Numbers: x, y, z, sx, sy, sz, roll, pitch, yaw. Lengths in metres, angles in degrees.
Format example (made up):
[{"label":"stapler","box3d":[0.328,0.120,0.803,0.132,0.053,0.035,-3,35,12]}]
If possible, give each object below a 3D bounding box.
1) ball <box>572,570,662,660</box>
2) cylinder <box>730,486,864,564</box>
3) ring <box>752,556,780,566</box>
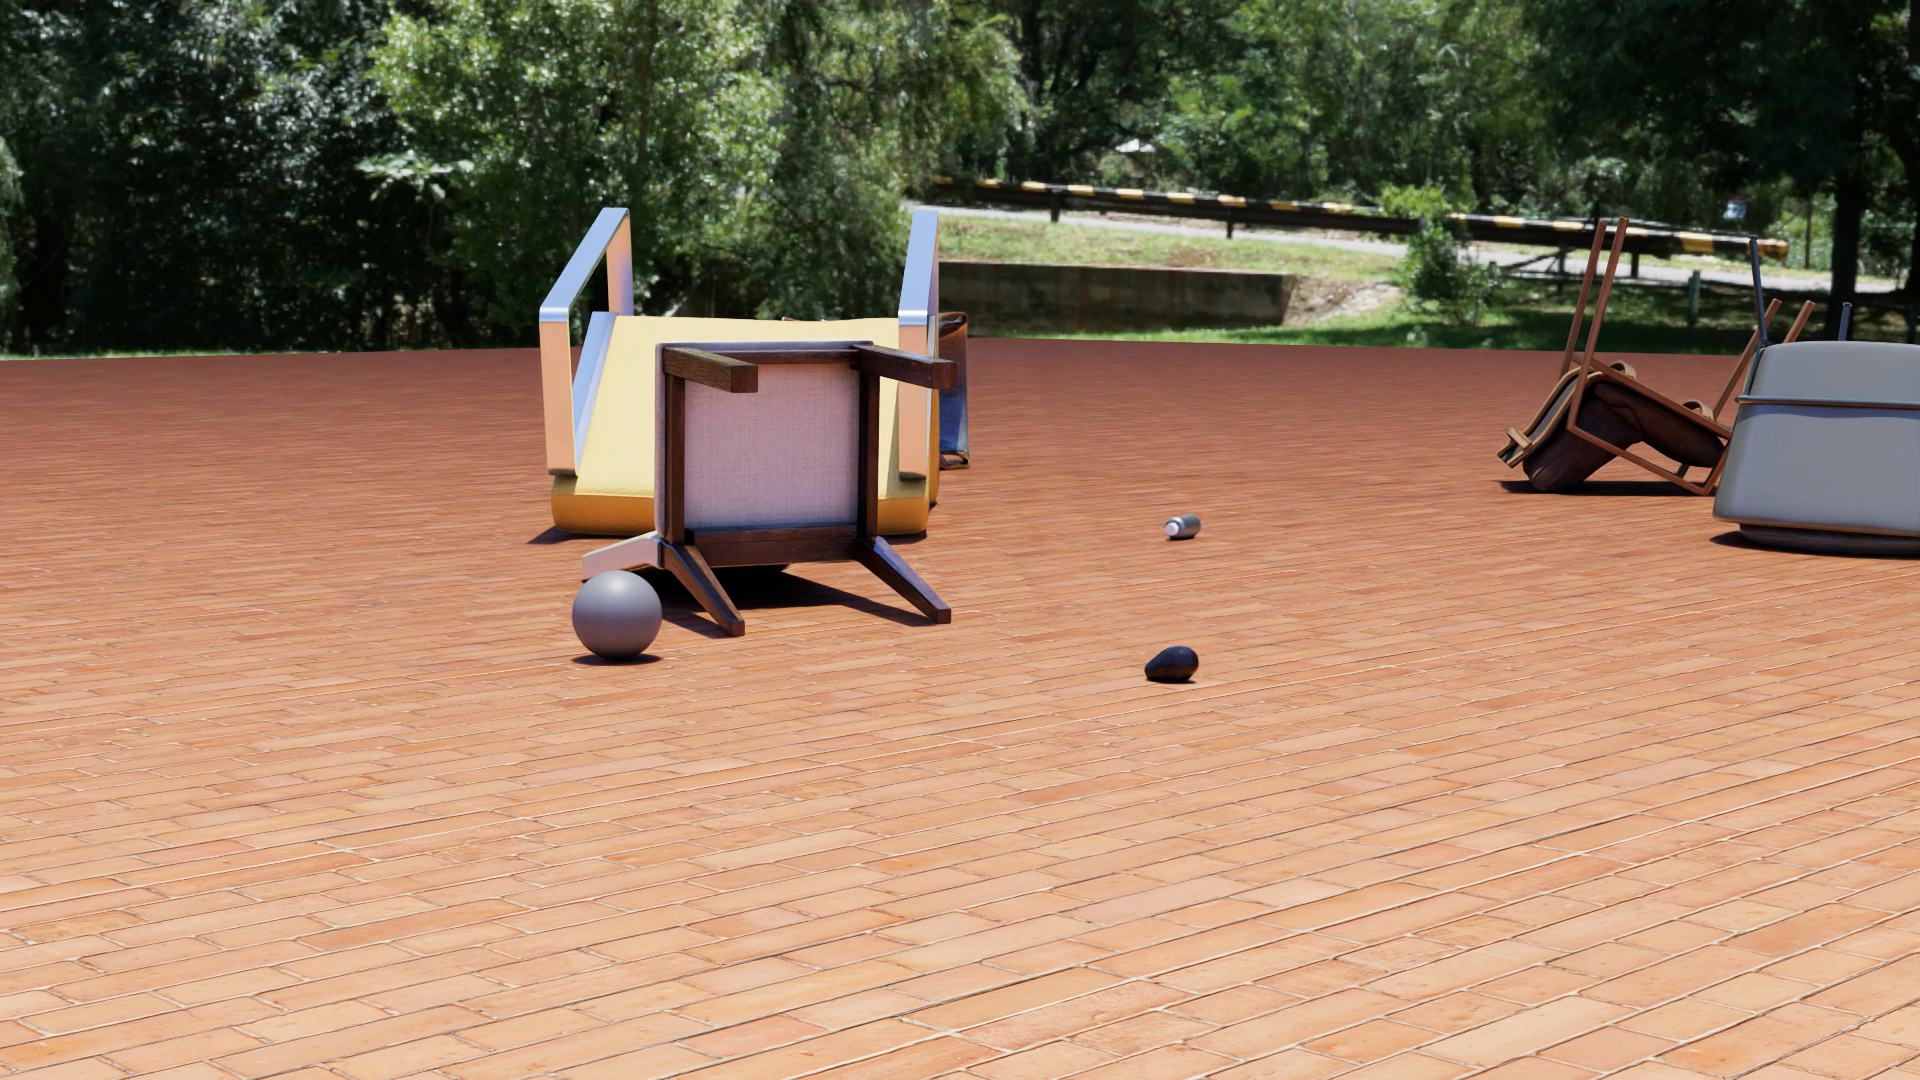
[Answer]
[{"label":"ball","box3d":[-0.589,0.129,4.409,0.154,0.154,0.154,0,6,0]},{"label":"cylinder","box3d":[-0.388,-0.038,6.034,0.246,0.154,0.331,2,5,-17]},{"label":"ring","box3d":[-0.441,0.048,5.844,0.061,0.021,0.068,0,5,-6]}]
